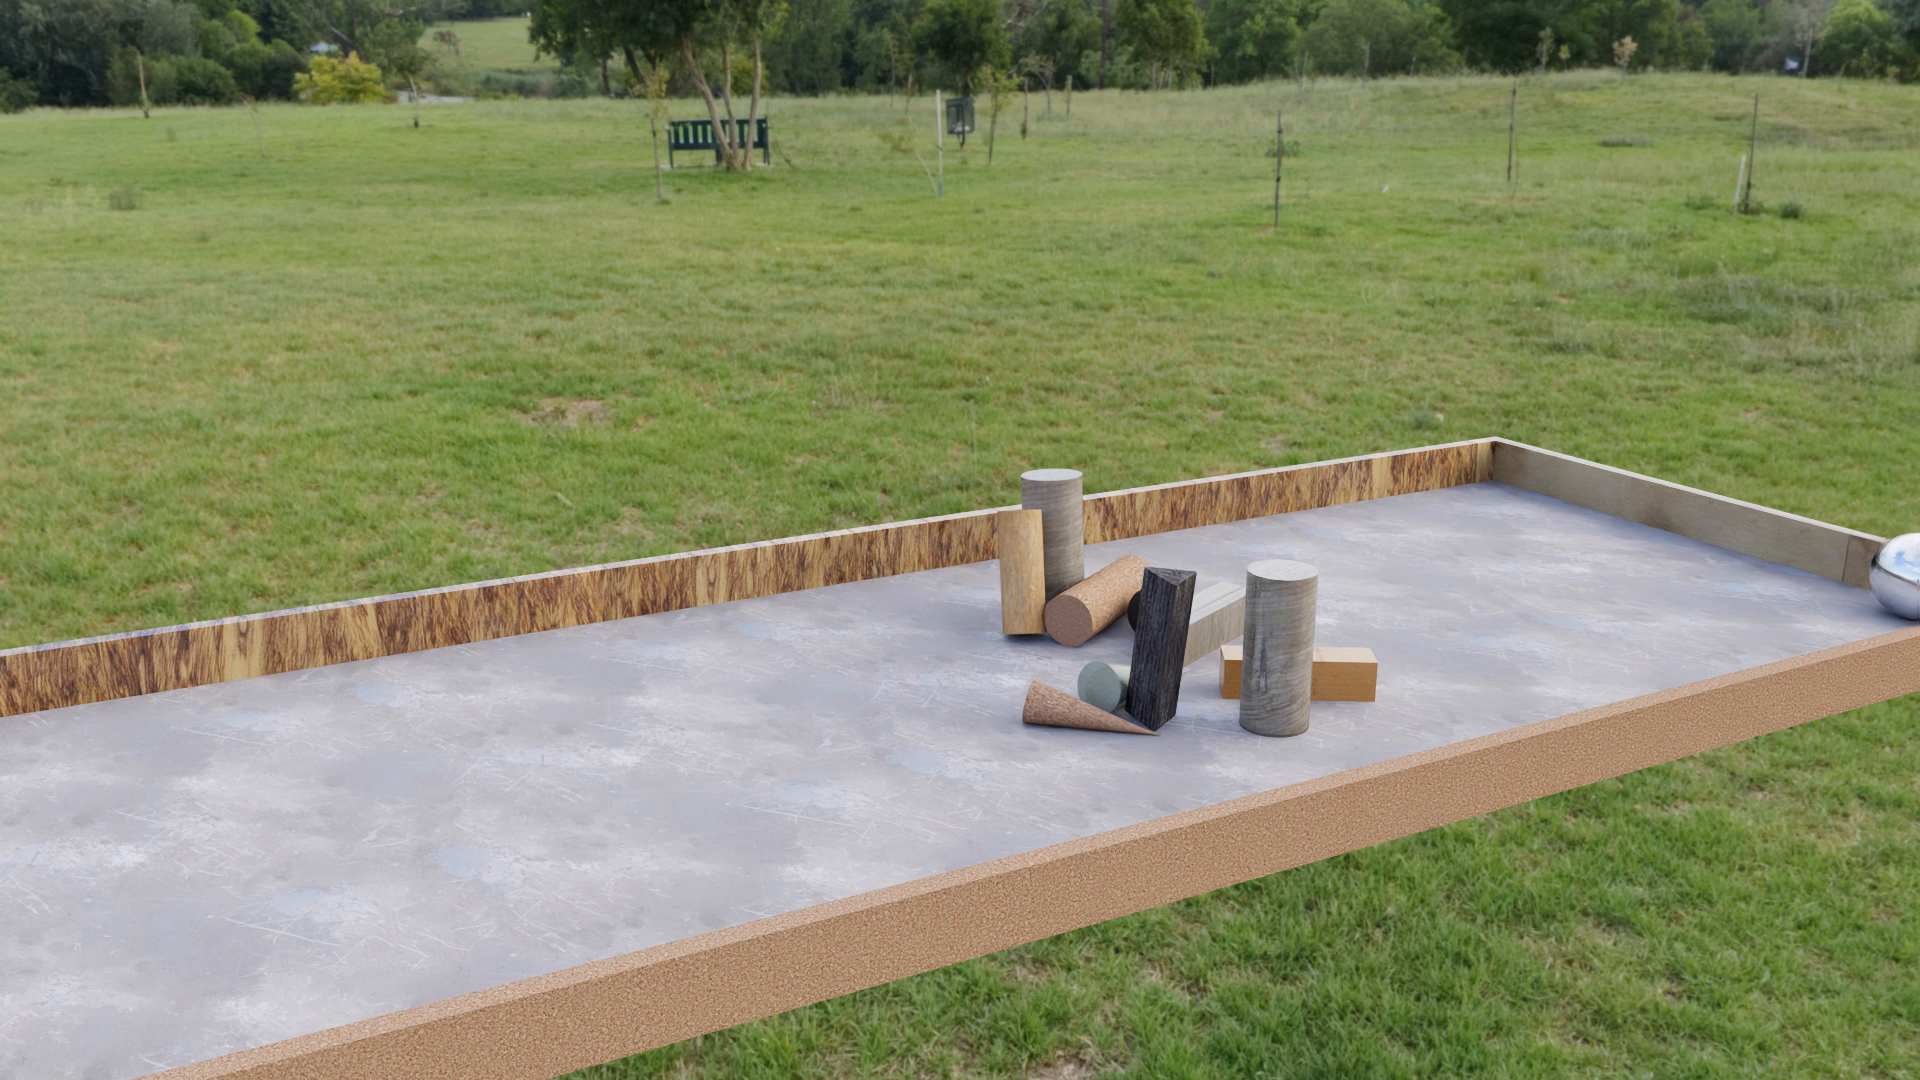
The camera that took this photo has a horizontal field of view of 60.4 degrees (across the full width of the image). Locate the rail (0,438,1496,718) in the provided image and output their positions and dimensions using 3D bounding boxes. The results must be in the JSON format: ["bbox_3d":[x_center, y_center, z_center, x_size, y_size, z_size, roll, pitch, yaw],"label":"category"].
[{"bbox_3d":[-3.305,0.497,3.399,12.000,0.150,0.050,-9,18,-27],"label":"rail"}]

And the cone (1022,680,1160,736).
[{"bbox_3d":[0.315,0.416,3.847,0.323,0.103,0.103,14,19,13],"label":"cone"}]

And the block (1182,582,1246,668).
[{"bbox_3d":[0.644,0.224,4.396,0.110,0.110,0.416,12,20,35],"label":"block"}]

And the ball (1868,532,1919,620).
[{"bbox_3d":[2.666,0.099,4.586,0.243,0.243,0.243,0,16,0],"label":"ball"}]

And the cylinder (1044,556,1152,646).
[{"bbox_3d":[0.391,0.163,4.547,0.143,0.143,0.418,9,19,29],"label":"cylinder"}]

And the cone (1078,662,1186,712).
[{"bbox_3d":[0.457,0.344,4.072,0.128,0.128,0.380,14,12,40],"label":"cone"}]

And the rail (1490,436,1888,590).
[{"bbox_3d":[2.466,-0.048,5.253,0.050,0.150,2.100,-9,18,-27],"label":"rail"}]

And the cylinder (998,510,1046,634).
[{"bbox_3d":[0.167,0.085,4.445,0.119,0.330,0.119,-2,0,0],"label":"cylinder"}]

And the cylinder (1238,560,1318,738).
[{"bbox_3d":[0.738,0.251,3.827,0.162,0.381,0.162,0,16,0],"label":"cylinder"}]

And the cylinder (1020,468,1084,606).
[{"bbox_3d":[0.261,0.010,4.608,0.171,0.392,0.171,-2,13,1],"label":"cylinder"}]

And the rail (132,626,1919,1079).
[{"bbox_3d":[-2.336,1.006,1.665,12.000,0.150,0.050,-9,18,-27],"label":"rail"}]

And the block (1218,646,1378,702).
[{"bbox_3d":[0.829,0.328,4.059,0.368,0.102,0.102,1,16,3],"label":"block"}]

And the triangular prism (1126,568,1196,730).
[{"bbox_3d":[0.455,0.246,3.852,0.103,0.365,0.119,16,22,27],"label":"triangular prism"}]

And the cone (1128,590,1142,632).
[{"bbox_3d":[0.604,0.191,4.579,0.143,0.143,0.345,10,7,30],"label":"cone"}]
